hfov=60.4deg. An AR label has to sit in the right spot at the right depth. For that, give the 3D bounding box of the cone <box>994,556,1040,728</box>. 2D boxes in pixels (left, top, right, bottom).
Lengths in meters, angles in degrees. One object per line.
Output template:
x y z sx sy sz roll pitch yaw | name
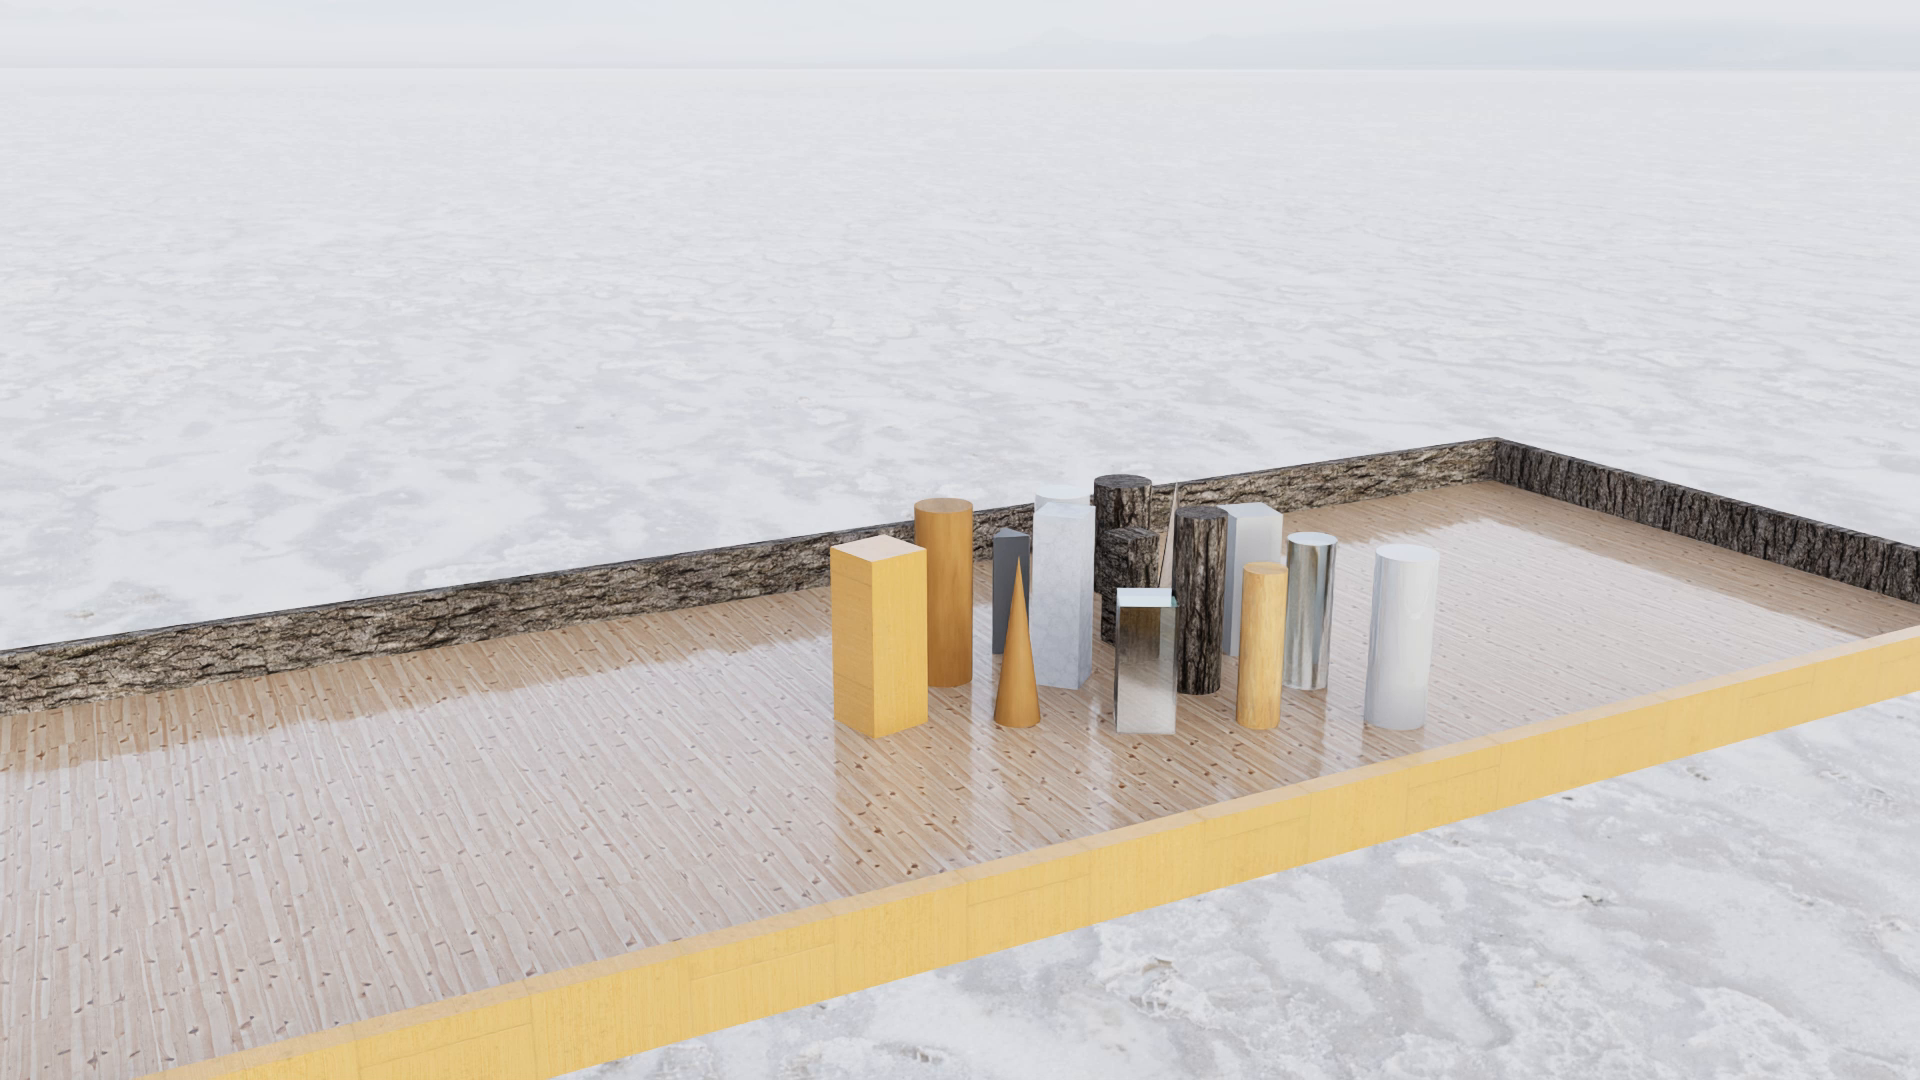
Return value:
0.136 0.230 3.857 0.113 0.404 0.113 0 16 0 | cone

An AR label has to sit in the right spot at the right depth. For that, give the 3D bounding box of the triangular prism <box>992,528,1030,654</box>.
0.126 0.133 4.336 0.096 0.320 0.083 -3 17 -10 | triangular prism

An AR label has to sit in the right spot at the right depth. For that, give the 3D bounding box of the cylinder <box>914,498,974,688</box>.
-0.040 0.131 4.112 0.145 0.450 0.145 0 16 0 | cylinder

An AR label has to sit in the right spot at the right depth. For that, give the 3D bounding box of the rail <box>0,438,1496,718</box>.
-3.305 0.497 3.399 12.000 0.150 0.050 -9 18 -27 | rail

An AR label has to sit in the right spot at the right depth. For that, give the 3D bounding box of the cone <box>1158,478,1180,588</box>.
0.591 0.024 4.548 0.107 0.409 0.107 0 16 0 | cone

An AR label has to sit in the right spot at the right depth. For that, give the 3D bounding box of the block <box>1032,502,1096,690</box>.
0.256 0.138 4.102 0.121 0.441 0.121 6 17 20 | block

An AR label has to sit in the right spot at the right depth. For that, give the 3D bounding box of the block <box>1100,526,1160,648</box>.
0.451 0.128 4.379 0.105 0.305 0.105 -10 19 -31 | block

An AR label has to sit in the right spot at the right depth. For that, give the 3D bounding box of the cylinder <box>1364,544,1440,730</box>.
1.031 0.226 3.856 0.143 0.411 0.143 0 16 0 | cylinder

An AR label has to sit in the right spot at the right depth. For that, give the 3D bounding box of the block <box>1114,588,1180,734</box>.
0.433 0.281 3.843 0.135 0.312 0.135 0 16 2 | block

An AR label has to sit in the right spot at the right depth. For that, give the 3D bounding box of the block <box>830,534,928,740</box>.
-0.187 0.222 3.842 0.158 0.426 0.158 -13 21 -38 | block

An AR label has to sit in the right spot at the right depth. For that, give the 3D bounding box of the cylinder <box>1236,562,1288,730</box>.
0.703 0.246 3.846 0.102 0.378 0.102 0 16 0 | cylinder

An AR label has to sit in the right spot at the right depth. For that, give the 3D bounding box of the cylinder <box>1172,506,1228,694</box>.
0.584 0.148 4.056 0.129 0.448 0.129 0 16 0 | cylinder

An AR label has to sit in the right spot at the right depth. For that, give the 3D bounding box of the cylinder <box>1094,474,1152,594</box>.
0.472 -0.015 4.827 0.169 0.326 0.169 0 16 0 | cylinder

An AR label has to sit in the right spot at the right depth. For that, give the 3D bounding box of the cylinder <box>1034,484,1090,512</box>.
0.282 0.038 4.593 0.153 0.357 0.153 0 16 0 | cylinder

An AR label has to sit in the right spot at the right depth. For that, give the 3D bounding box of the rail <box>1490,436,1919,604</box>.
2.466 -0.048 5.253 0.050 0.150 2.100 -9 18 -27 | rail

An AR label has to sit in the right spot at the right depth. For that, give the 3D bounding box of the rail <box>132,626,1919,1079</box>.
-2.336 1.006 1.665 12.000 0.150 0.050 -9 18 -27 | rail

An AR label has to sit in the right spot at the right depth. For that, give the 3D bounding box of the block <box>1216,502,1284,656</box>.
0.752 0.102 4.339 0.129 0.376 0.129 -4 17 -15 | block

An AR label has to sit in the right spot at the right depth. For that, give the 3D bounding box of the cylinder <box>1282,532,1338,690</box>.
0.863 0.176 4.094 0.120 0.374 0.120 0 16 0 | cylinder
